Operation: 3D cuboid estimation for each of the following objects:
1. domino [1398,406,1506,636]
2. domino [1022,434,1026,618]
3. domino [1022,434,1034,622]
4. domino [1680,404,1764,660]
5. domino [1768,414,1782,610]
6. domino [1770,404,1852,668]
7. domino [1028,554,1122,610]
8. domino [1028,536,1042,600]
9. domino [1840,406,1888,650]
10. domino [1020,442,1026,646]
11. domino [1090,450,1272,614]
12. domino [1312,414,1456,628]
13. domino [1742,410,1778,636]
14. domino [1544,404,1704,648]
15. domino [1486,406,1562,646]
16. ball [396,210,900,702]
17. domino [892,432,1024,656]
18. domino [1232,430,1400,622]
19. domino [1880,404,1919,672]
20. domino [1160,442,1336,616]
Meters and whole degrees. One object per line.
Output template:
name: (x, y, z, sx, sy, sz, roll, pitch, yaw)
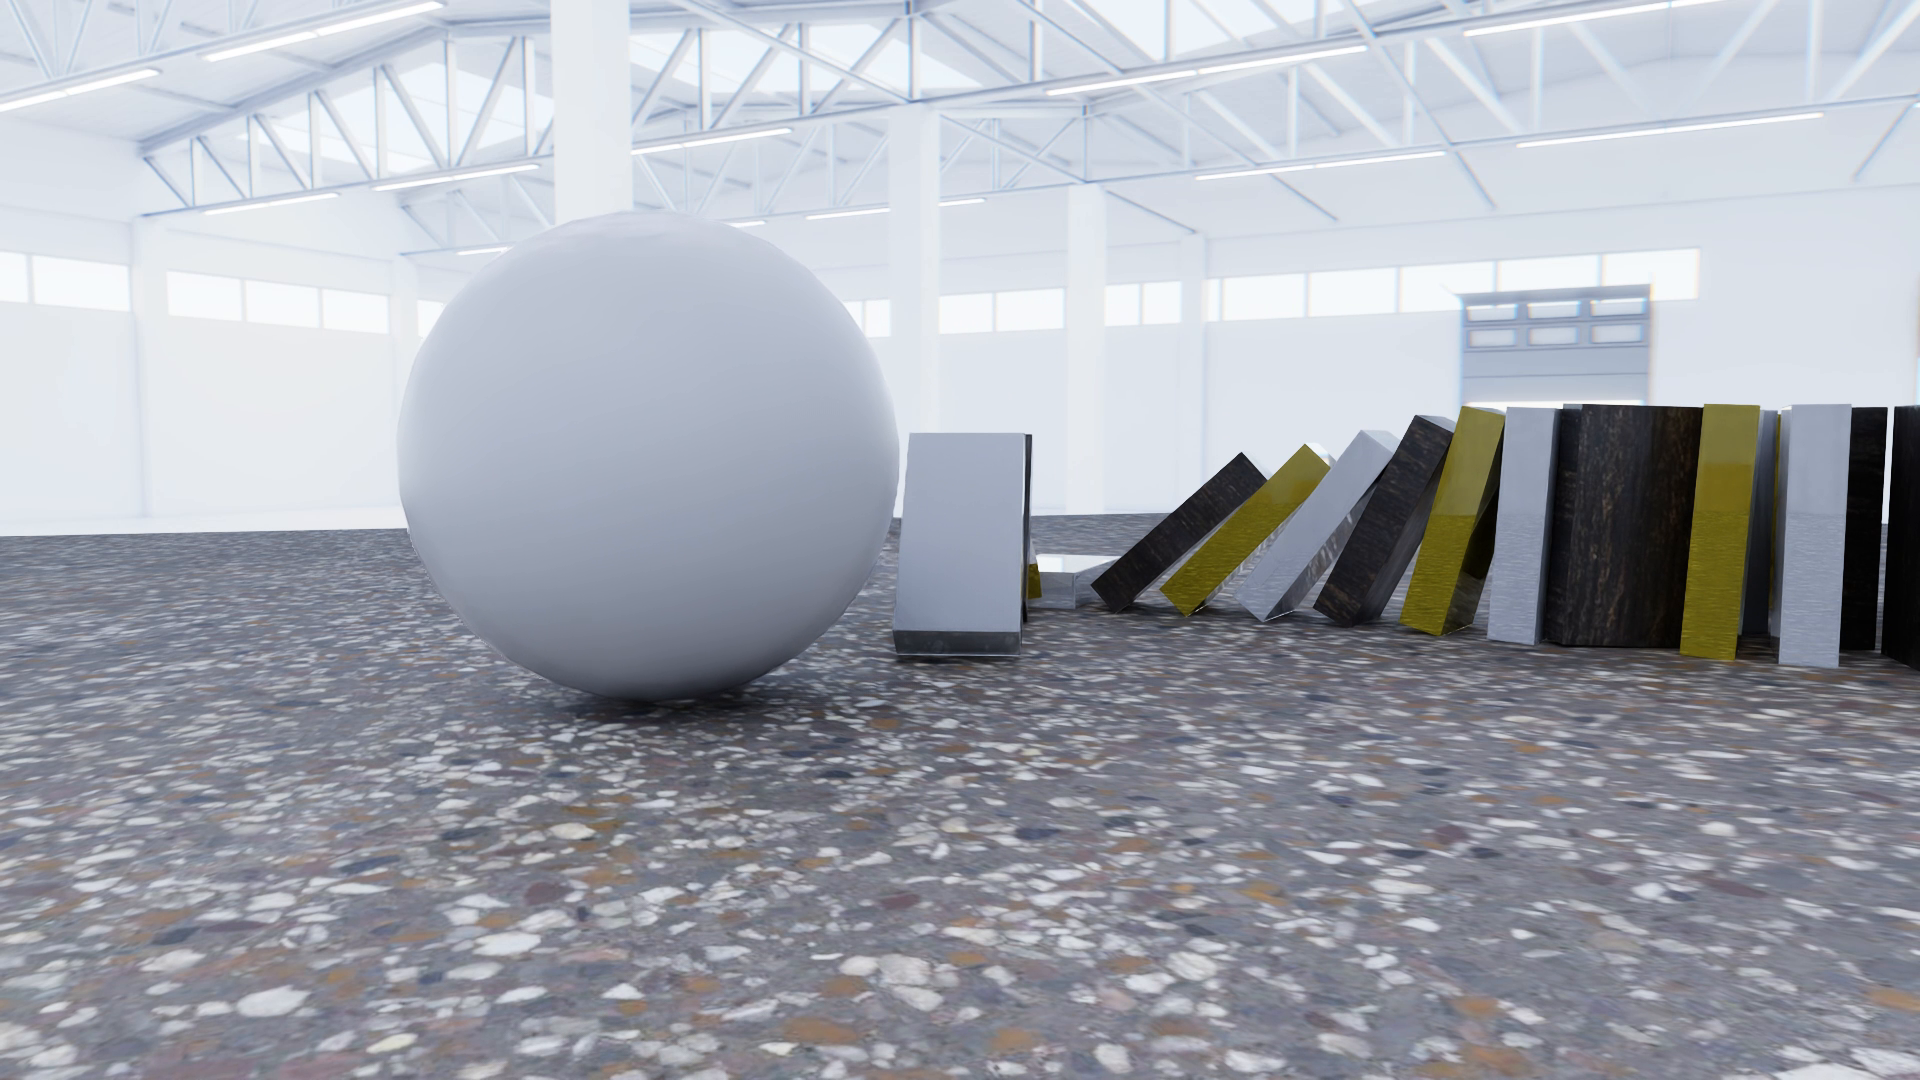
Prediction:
domino: (0.115, -0.005, 0.291, 0.009, 0.050, 0.025, 21, 16, 34)
domino: (0.003, -0.003, 0.305, 0.025, 0.050, 0.009, 0, -35, 4)
domino: (0.005, -0.004, 0.318, 0.025, 0.050, 0.009, 0, -34, 6)
domino: (0.156, -0.002, 0.262, 0.009, 0.050, 0.025, 6, 7, 33)
domino: (0.209, -0.008, 0.338, 0.010, 0.050, 0.025, 0, 4, 5)
domino: (0.168, -0.002, 0.255, 0.009, 0.050, 0.025, 2, 5, 29)
domino: (0.027, 0.011, 0.358, 0.025, 0.009, 0.050, 2, 5, 21)
domino: (0.006, 0.002, 0.340, 0.025, 0.010, 0.050, -8, 24, 0)
domino: (0.186, -0.003, 0.276, 0.009, 0.050, 0.025, 1, 4, 10)
domino: (0.001, -0.001, 0.281, 0.025, 0.050, 0.009, 0, -34, 4)
domino: (0.057, -0.002, 0.327, 0.050, 0.009, 0.025, -43, -9, 16)
domino: (0.102, -0.004, 0.300, 0.009, 0.050, 0.025, 33, 21, 28)
domino: (0.168, -0.004, 0.285, 0.025, 0.050, 0.009, -2, 5, -27)
domino: (0.139, -0.003, 0.269, 0.025, 0.050, 0.009, 2, 7, 2)
domino: (0.126, -0.004, 0.281, 0.009, 0.050, 0.025, 7, 8, 37)
ball: (-0.050, -0.013, 0.213, 0.080, 0.080, 0.080, 0, 4, 0)
domino: (0.001, 0.000, 0.269, 0.025, 0.050, 0.009, 0, -34, 4)
domino: (0.088, -0.004, 0.310, 0.009, 0.050, 0.025, 43, 24, 22)
domino: (0.187, -0.001, 0.246, 0.009, 0.050, 0.025, 2, 5, 20)
domino: (0.073, -0.003, 0.321, 0.009, 0.050, 0.025, 47, 19, 13)
